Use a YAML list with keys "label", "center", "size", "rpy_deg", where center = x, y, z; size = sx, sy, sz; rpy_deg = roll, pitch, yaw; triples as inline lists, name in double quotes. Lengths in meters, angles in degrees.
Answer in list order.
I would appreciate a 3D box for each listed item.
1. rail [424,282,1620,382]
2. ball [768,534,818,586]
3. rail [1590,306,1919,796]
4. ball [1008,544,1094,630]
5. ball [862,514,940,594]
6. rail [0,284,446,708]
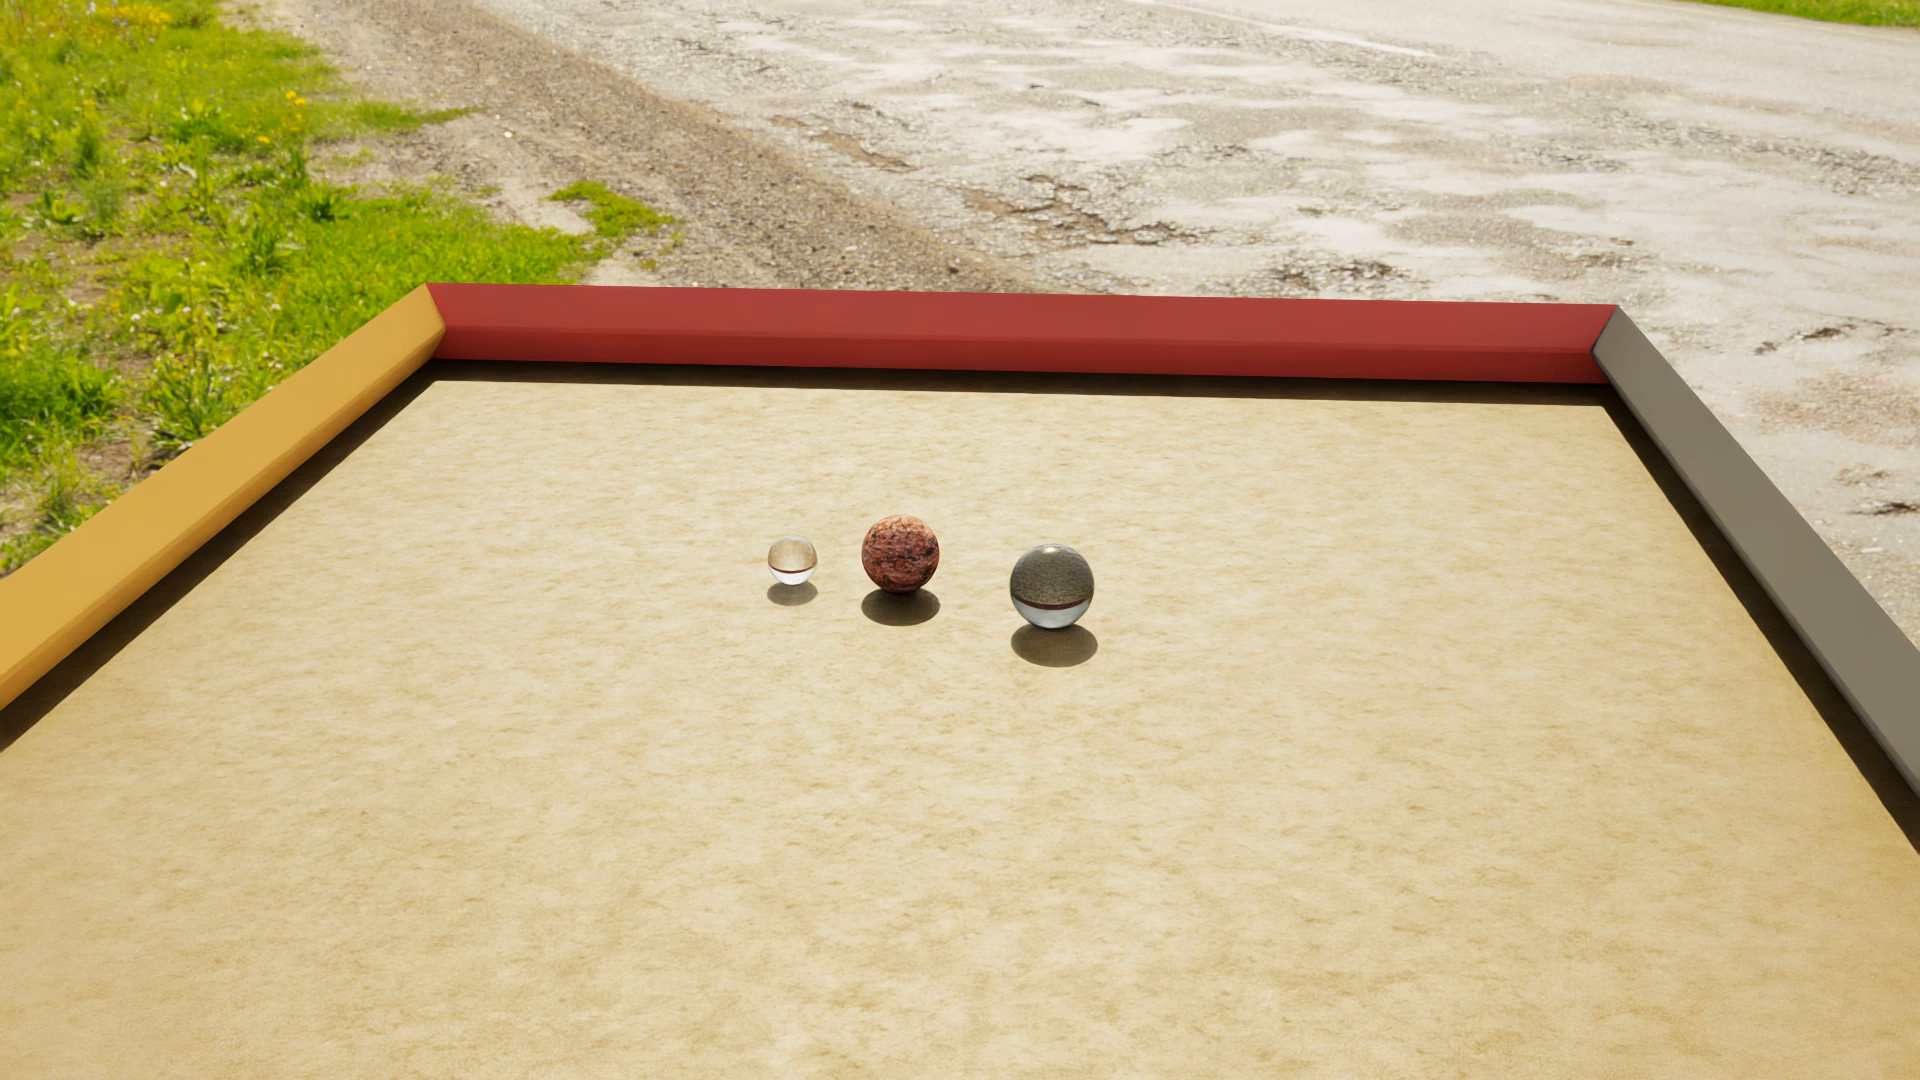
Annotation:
- label: "rail"
  center: [0.075, -0.320, 3.444]
  size: [1.876, 0.124, 0.045]
  rpy_deg: [2, 19, 4]
- label: "ball"
  center: [-0.195, 0.023, 2.565]
  size: [0.059, 0.059, 0.059]
  rpy_deg: [0, 19, 0]
- label: "rail"
  center: [0.835, 0.312, 1.642]
  size: [0.045, 0.124, 3.728]
  rpy_deg: [2, 19, 4]
- label: "ball"
  center: [0.102, 0.051, 2.431]
  size: [0.095, 0.095, 0.095]
  rpy_deg: [0, 19, 0]
- label: "ball"
  center: [-0.069, 0.016, 2.538]
  size: [0.091, 0.091, 0.091]
  rpy_deg: [0, 19, 0]
- label: "rail"
  center: [-0.988, 0.262, 1.784]
  size: [0.045, 0.124, 3.728]
  rpy_deg: [2, 19, 4]
